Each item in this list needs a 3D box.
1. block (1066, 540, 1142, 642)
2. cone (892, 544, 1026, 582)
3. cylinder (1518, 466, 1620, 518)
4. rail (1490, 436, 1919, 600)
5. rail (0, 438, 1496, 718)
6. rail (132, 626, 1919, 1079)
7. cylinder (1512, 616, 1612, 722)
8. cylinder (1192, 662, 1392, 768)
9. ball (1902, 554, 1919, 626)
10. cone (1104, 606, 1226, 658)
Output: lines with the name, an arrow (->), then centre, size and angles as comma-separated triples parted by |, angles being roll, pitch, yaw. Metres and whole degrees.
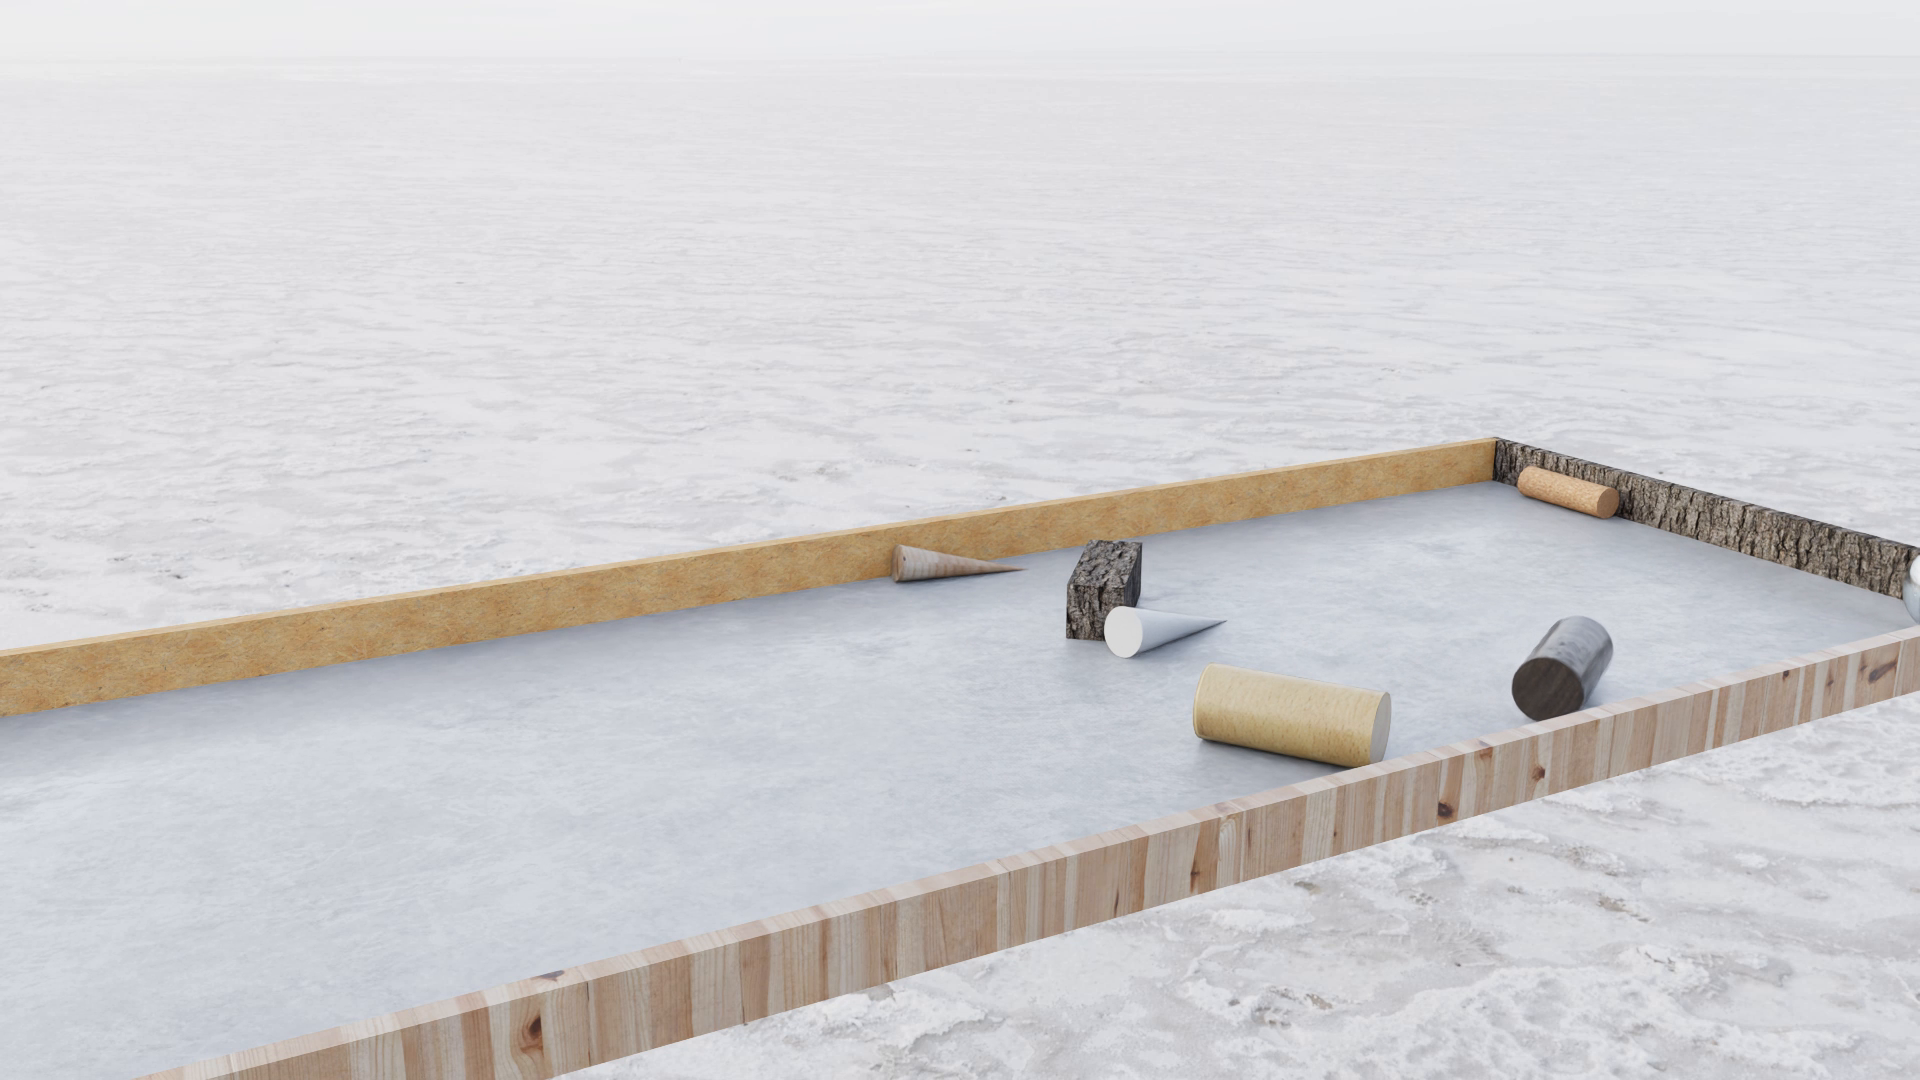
block -> 0.407, 0.137, 4.617 | 0.154, 0.154, 0.435 | 4, 17, 12
cone -> 0.011, 0.080, 4.983 | 0.422, 0.115, 0.115 | 3, 15, -18
cylinder -> 2.111, -0.168, 5.734 | 0.108, 0.108, 0.352 | -9, 18, -27
rail -> 2.466, -0.048, 5.253 | 0.050, 0.150, 2.100 | -9, 18, -27
rail -> -3.305, 0.497, 3.399 | 12.000, 0.150, 0.050 | -9, 18, -27
rail -> -2.336, 1.006, 1.665 | 12.000, 0.150, 0.050 | -9, 18, -27
cylinder -> 1.465, 0.311, 4.004 | 0.163, 0.163, 0.354 | 10, 19, 30
cylinder -> 0.744, 0.394, 3.700 | 0.402, 0.178, 0.178 | 8, 18, 27
ball -> 2.676, 0.136, 4.412 | 0.270, 0.270, 0.270 | 0, 16, 0
cone -> 0.587, 0.232, 4.447 | 0.435, 0.134, 0.134 | -3, 14, -42
